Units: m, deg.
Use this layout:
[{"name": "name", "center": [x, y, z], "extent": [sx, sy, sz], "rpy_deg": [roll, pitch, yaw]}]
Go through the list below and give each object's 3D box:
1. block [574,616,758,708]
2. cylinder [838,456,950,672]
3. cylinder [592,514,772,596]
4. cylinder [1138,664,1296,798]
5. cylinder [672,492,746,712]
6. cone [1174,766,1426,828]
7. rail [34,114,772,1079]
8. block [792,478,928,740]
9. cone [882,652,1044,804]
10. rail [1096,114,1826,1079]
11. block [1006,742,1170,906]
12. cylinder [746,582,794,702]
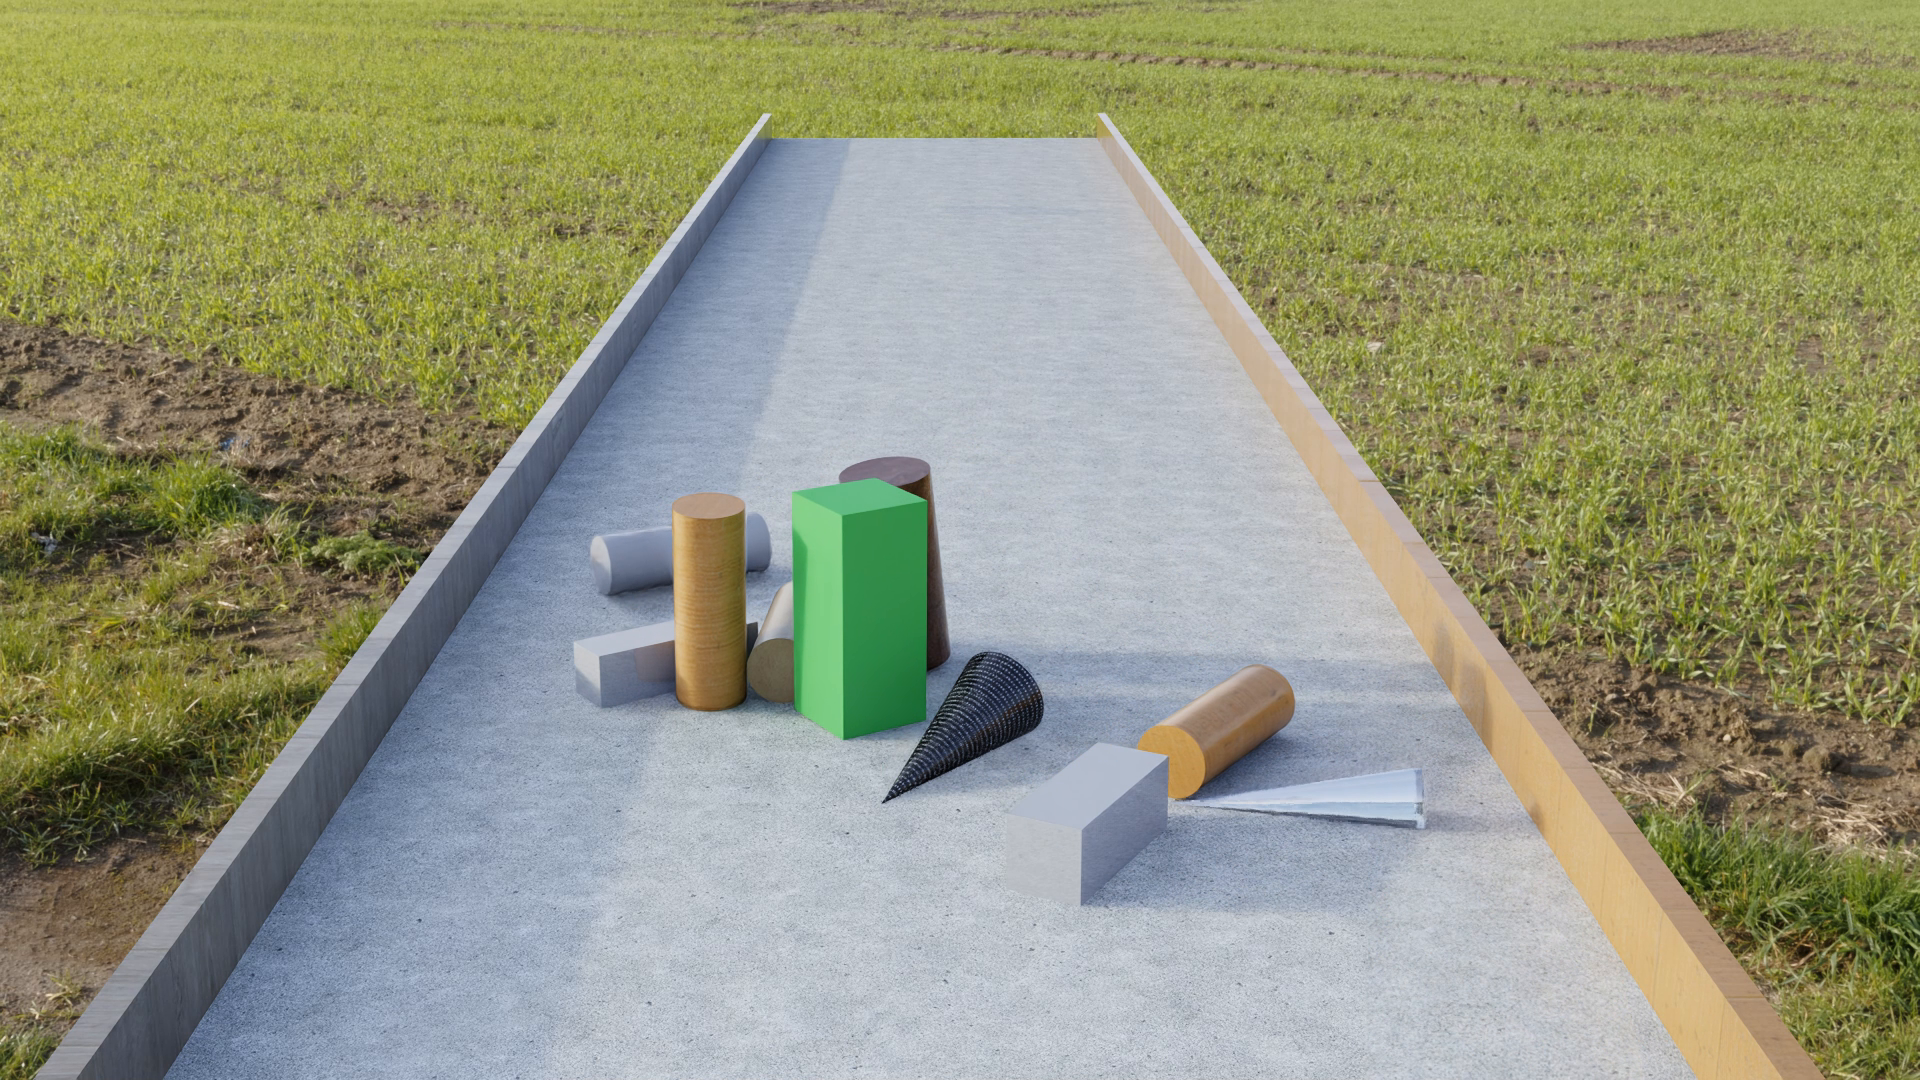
[{"name": "block", "center": [-0.568, 0.227, 4.278], "extent": [0.347, 0.105, 0.105], "rpy_deg": [-12, 20, -34]}, {"name": "cylinder", "center": [-0.127, 0.051, 4.329], "extent": [0.180, 0.393, 0.180], "rpy_deg": [-5, 22, 2]}, {"name": "cylinder", "center": [-0.619, 0.031, 4.895], "extent": [0.378, 0.130, 0.130], "rpy_deg": [-9, 19, -28]}, {"name": "cylinder", "center": [0.455, 0.333, 3.877], "extent": [0.131, 0.131, 0.361], "rpy_deg": [10, 19, 31]}, {"name": "cylinder", "center": [-0.469, 0.117, 4.129], "extent": [0.135, 0.390, 0.135], "rpy_deg": [2, 22, -1]}, {"name": "cone", "center": [0.559, 0.435, 3.674], "extent": [0.421, 0.102, 0.102], "rpy_deg": [-3, 15, 14]}, {"name": "rail", "center": [-1.118, -0.838, 7.780], "extent": [0.050, 0.150, 12.000], "rpy_deg": [0, 17, -1]}, {"name": "block", "center": [-0.185, 0.124, 4.056], "extent": [0.179, 0.427, 0.179], "rpy_deg": [-11, 20, -32]}, {"name": "cone", "center": [-0.028, 0.363, 3.858], "extent": [0.173, 0.173, 0.384], "rpy_deg": [11, 33, 33]}, {"name": "rail", "center": [0.932, -0.844, 7.801], "extent": [0.050, 0.150, 12.000], "rpy_deg": [0, 17, -1]}, {"name": "block", "center": [0.207, 0.447, 3.500], "extent": [0.128, 0.128, 0.333], "rpy_deg": [9, 19, 27]}, {"name": "cylinder", "center": [-0.330, 0.195, 4.341], "extent": [0.131, 0.131, 0.368], "rpy_deg": [1, 17, 3]}]
